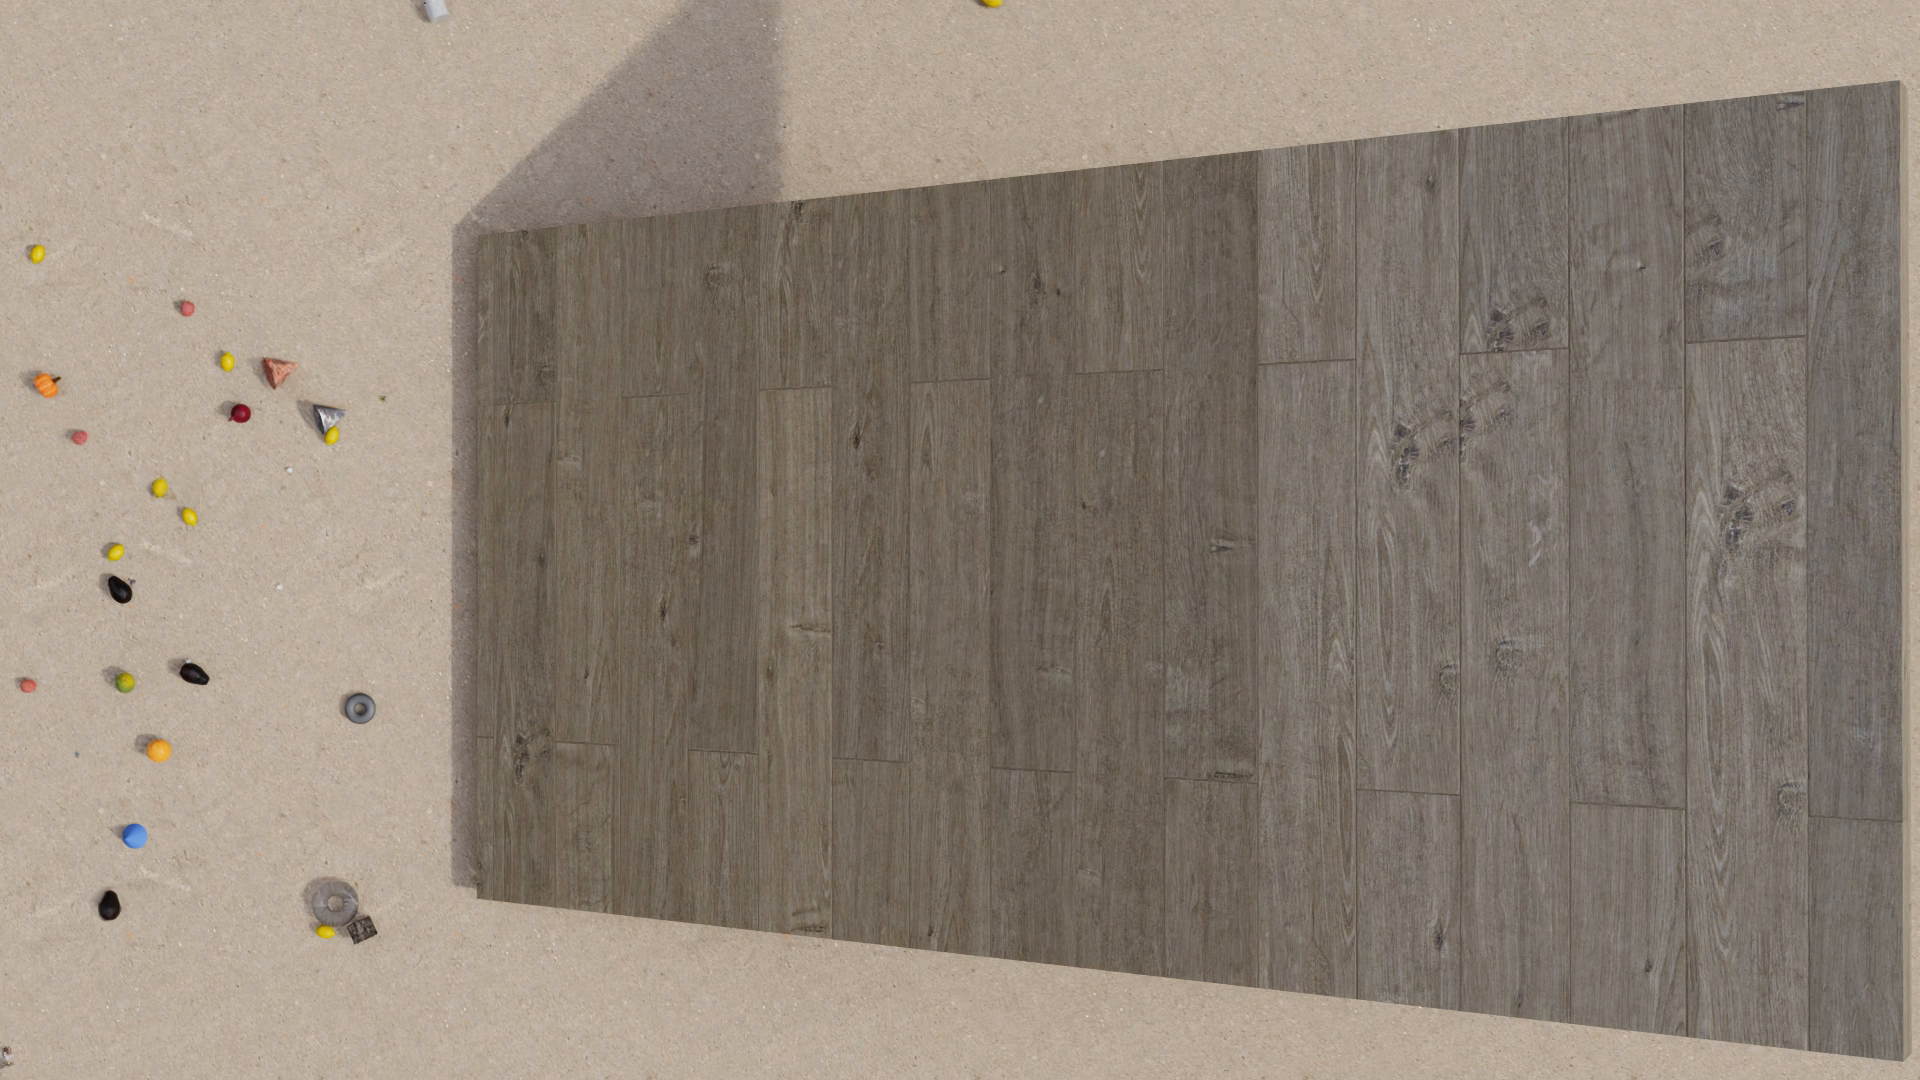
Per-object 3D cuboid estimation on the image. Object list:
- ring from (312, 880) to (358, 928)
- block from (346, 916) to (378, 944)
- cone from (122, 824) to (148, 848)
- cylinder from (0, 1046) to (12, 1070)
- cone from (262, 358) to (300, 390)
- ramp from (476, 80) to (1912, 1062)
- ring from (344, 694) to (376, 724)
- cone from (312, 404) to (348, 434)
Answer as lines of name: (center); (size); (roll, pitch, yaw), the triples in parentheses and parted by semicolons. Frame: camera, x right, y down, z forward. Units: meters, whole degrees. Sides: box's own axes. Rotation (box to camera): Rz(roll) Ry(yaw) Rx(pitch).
ring: (-1.898, 1.105, 6.682); (0.143, 0.048, 0.143); (0, 88, 0)
block: (-1.815, 1.184, 6.675); (0.060, 0.060, 0.060); (-24, 90, 0)
cone: (-2.517, 0.903, 6.668); (0.077, 0.077, 0.077); (0, 89, 0)
cylinder: (-2.919, 1.578, 6.671); (0.060, 0.060, 0.060); (-24, 90, -16)
cone: (-2.056, -0.519, 6.697); (0.099, 0.099, 0.099); (-21, 89, -27)
ramp: (0.259, 0.071, 5.597); (4.000, 0.100, 2.000); (0, 89, 33)
ring: (-1.826, 0.514, 6.695); (0.094, 0.031, 0.094); (0, 90, -1)
cone: (-1.908, -0.380, 6.697); (0.095, 0.095, 0.095); (-19, 89, -27)
